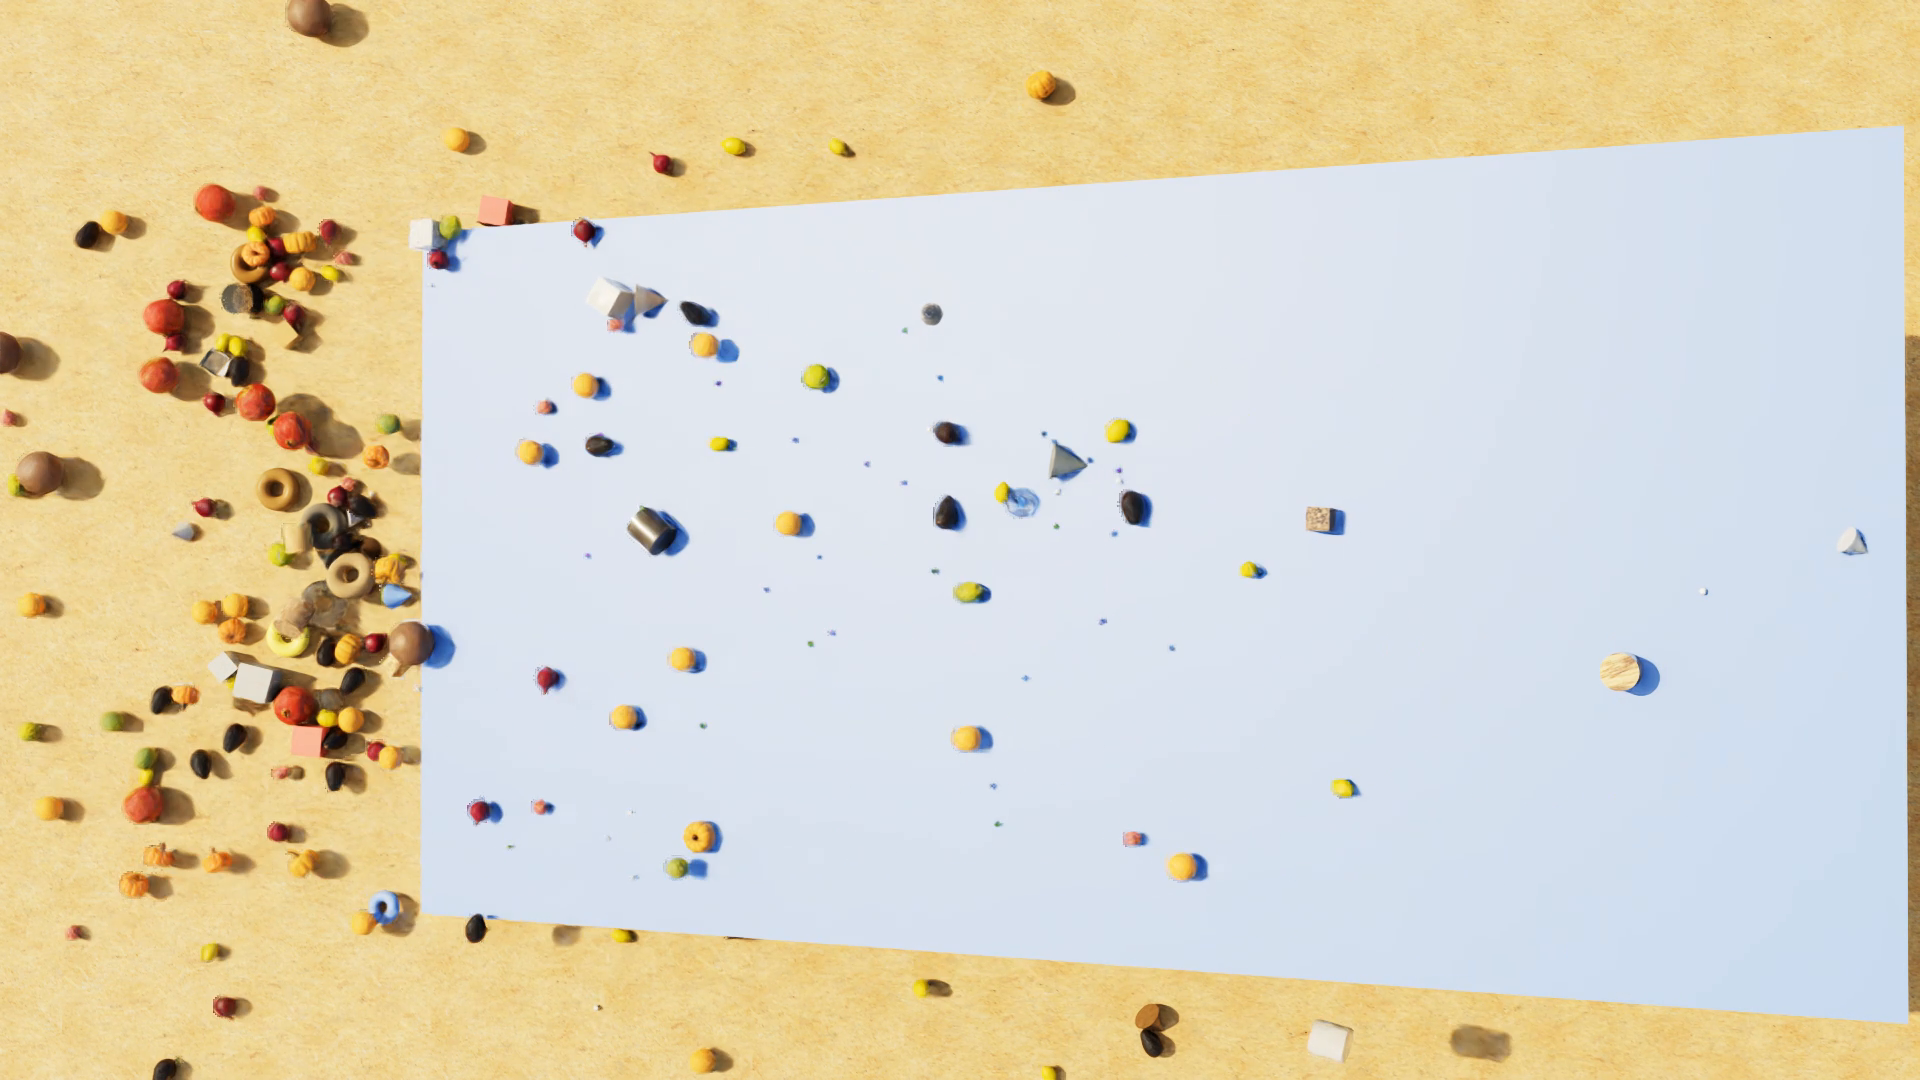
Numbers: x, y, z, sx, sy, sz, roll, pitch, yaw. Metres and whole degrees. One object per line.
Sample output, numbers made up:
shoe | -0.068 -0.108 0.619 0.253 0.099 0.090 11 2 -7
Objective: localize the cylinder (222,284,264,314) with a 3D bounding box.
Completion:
cylinder | -2.118 -0.711 6.496 0.087 0.087 0.087 1 93 25

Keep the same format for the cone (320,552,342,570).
cone | -1.882 0.056 6.530 0.064 0.064 0.064 20 89 27

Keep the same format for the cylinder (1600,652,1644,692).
cylinder | 1.530 0.304 5.088 0.088 0.088 0.088 0 89 23

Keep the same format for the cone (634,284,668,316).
cone | -0.857 -0.670 6.134 0.092 0.092 0.092 0 89 -4

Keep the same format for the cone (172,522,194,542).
cone | -2.313 -0.020 6.506 0.060 0.060 0.060 3 99 24

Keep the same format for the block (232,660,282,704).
block | -2.073 0.420 6.490 0.100 0.100 0.100 14 89 0

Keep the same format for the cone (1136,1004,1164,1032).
cone | 0.578 1.433 6.508 0.086 0.086 0.086 -45 116 0

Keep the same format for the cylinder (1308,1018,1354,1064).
cylinder | 1.014 1.370 6.018 0.097 0.097 0.097 12 89 25

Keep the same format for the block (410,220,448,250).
block | -1.548 -0.888 6.410 0.076 0.076 0.076 0 89 23

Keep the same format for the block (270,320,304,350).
block | -1.996 -0.607 6.523 0.060 0.060 0.060 -42 89 0

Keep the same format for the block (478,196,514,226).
block | -1.376 -0.970 6.517 0.080 0.080 0.080 9 89 0

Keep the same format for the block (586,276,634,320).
block | -0.979 -0.678 6.163 0.083 0.083 0.083 35 102 19

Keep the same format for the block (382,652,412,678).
block | -1.652 0.365 6.454 0.051 0.051 0.051 48 108 17

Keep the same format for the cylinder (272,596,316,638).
cylinder | -1.951 0.226 6.441 0.089 0.089 0.089 21 56 0

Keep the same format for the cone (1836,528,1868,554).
cone | 2.009 0.016 4.922 0.062 0.062 0.062 35 89 7

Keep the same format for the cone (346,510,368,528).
cone | -1.789 -0.066 6.534 0.055 0.055 0.055 -5 89 -27

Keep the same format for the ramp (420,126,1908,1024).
ramp | 0.283 0.085 5.720 4.000 0.100 2.000 0 89 23

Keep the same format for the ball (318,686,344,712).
ball | -1.859 0.471 6.503 0.073 0.073 0.073 0 89 0

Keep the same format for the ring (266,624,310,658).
ring | -1.992 0.285 6.521 0.127 0.042 0.127 0 90 -1

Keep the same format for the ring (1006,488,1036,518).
ring | 0.159 -0.097 5.697 0.080 0.027 0.080 -2 77 9

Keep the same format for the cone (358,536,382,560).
cone | -1.758 0.025 6.509 0.072 0.072 0.072 0 89 0

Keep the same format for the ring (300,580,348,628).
ring | -1.887 0.189 6.520 0.143 0.048 0.143 0 90 1

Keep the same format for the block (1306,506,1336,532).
block | 0.883 -0.051 5.382 0.058 0.058 0.058 3 91 23

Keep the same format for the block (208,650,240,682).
block | -2.173 0.375 6.508 0.066 0.066 0.066 -41 89 0

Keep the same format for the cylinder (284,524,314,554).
cylinder | -1.944 -0.004 6.465 0.079 0.079 0.079 -7 89 0

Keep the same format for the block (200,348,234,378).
block | -2.204 -0.526 6.521 0.061 0.061 0.061 37 89 0

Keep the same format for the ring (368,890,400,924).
ring | -1.703 1.086 6.505 0.102 0.034 0.102 -2 85 20

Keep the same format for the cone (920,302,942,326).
cone | -0.087 -0.598 5.796 0.064 0.064 0.064 0 89 23

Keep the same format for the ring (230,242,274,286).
ring | -2.105 -0.821 6.534 0.128 0.043 0.128 0 88 -1

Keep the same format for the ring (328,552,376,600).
ring | -1.795 0.106 6.492 0.149 0.050 0.149 -1 68 3

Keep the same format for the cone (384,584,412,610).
cone | -1.636 0.163 6.451 0.078 0.078 0.078 -4 89 26

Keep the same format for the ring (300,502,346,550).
ring | -1.888 -0.041 6.523 0.139 0.046 0.139 0 89 0

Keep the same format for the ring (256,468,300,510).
ring | -2.024 -0.151 6.526 0.130 0.043 0.130 0 89 1

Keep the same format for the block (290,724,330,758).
block | -1.918 0.592 6.495 0.086 0.086 0.086 5 89 0
